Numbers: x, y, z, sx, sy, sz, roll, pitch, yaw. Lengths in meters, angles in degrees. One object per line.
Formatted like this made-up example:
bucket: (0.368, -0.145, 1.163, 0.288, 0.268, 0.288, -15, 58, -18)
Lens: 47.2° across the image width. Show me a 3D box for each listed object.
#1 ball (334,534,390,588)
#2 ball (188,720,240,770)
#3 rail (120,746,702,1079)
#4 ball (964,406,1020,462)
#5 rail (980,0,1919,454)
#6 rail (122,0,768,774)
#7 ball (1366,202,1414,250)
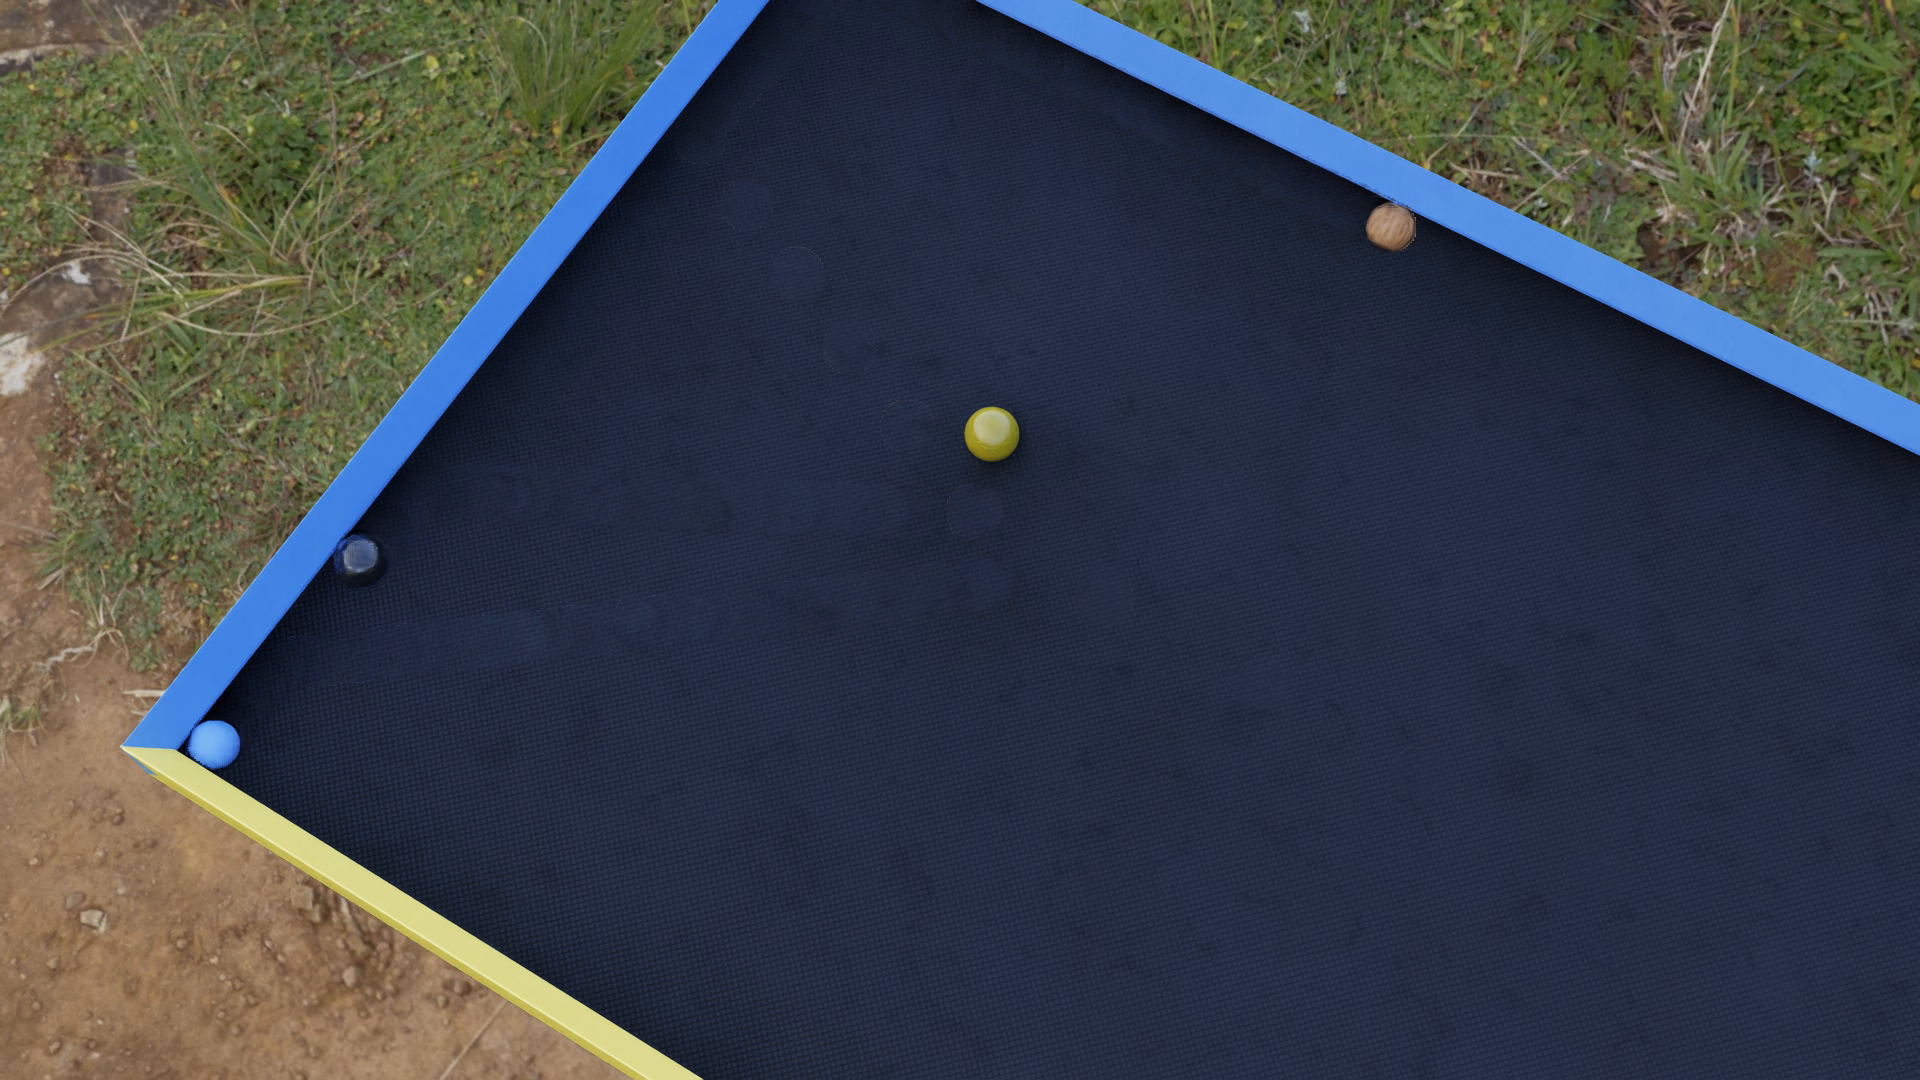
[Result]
ball: (-0.961, 0.034, 3.535, 0.089, 0.089, 0.089, 0, 65, 0)
ball: (-1.157, 0.318, 3.410, 0.077, 0.077, 0.077, 0, 65, 0)
rail: (0.275, 1.154, 3.001, 3.574, 0.119, 0.045, 29, 68, 12)
ball: (0.053, -0.175, 3.629, 0.092, 0.092, 0.092, 0, 65, 0)
rail: (1.258, -0.334, 3.686, 3.574, 0.119, 0.045, 29, 68, 12)
rail: (-0.746, -0.414, 3.723, 0.045, 0.119, 1.958, 29, 68, 12)
ball: (0.744, -0.542, 3.804, 0.082, 0.082, 0.082, 0, 65, 0)
